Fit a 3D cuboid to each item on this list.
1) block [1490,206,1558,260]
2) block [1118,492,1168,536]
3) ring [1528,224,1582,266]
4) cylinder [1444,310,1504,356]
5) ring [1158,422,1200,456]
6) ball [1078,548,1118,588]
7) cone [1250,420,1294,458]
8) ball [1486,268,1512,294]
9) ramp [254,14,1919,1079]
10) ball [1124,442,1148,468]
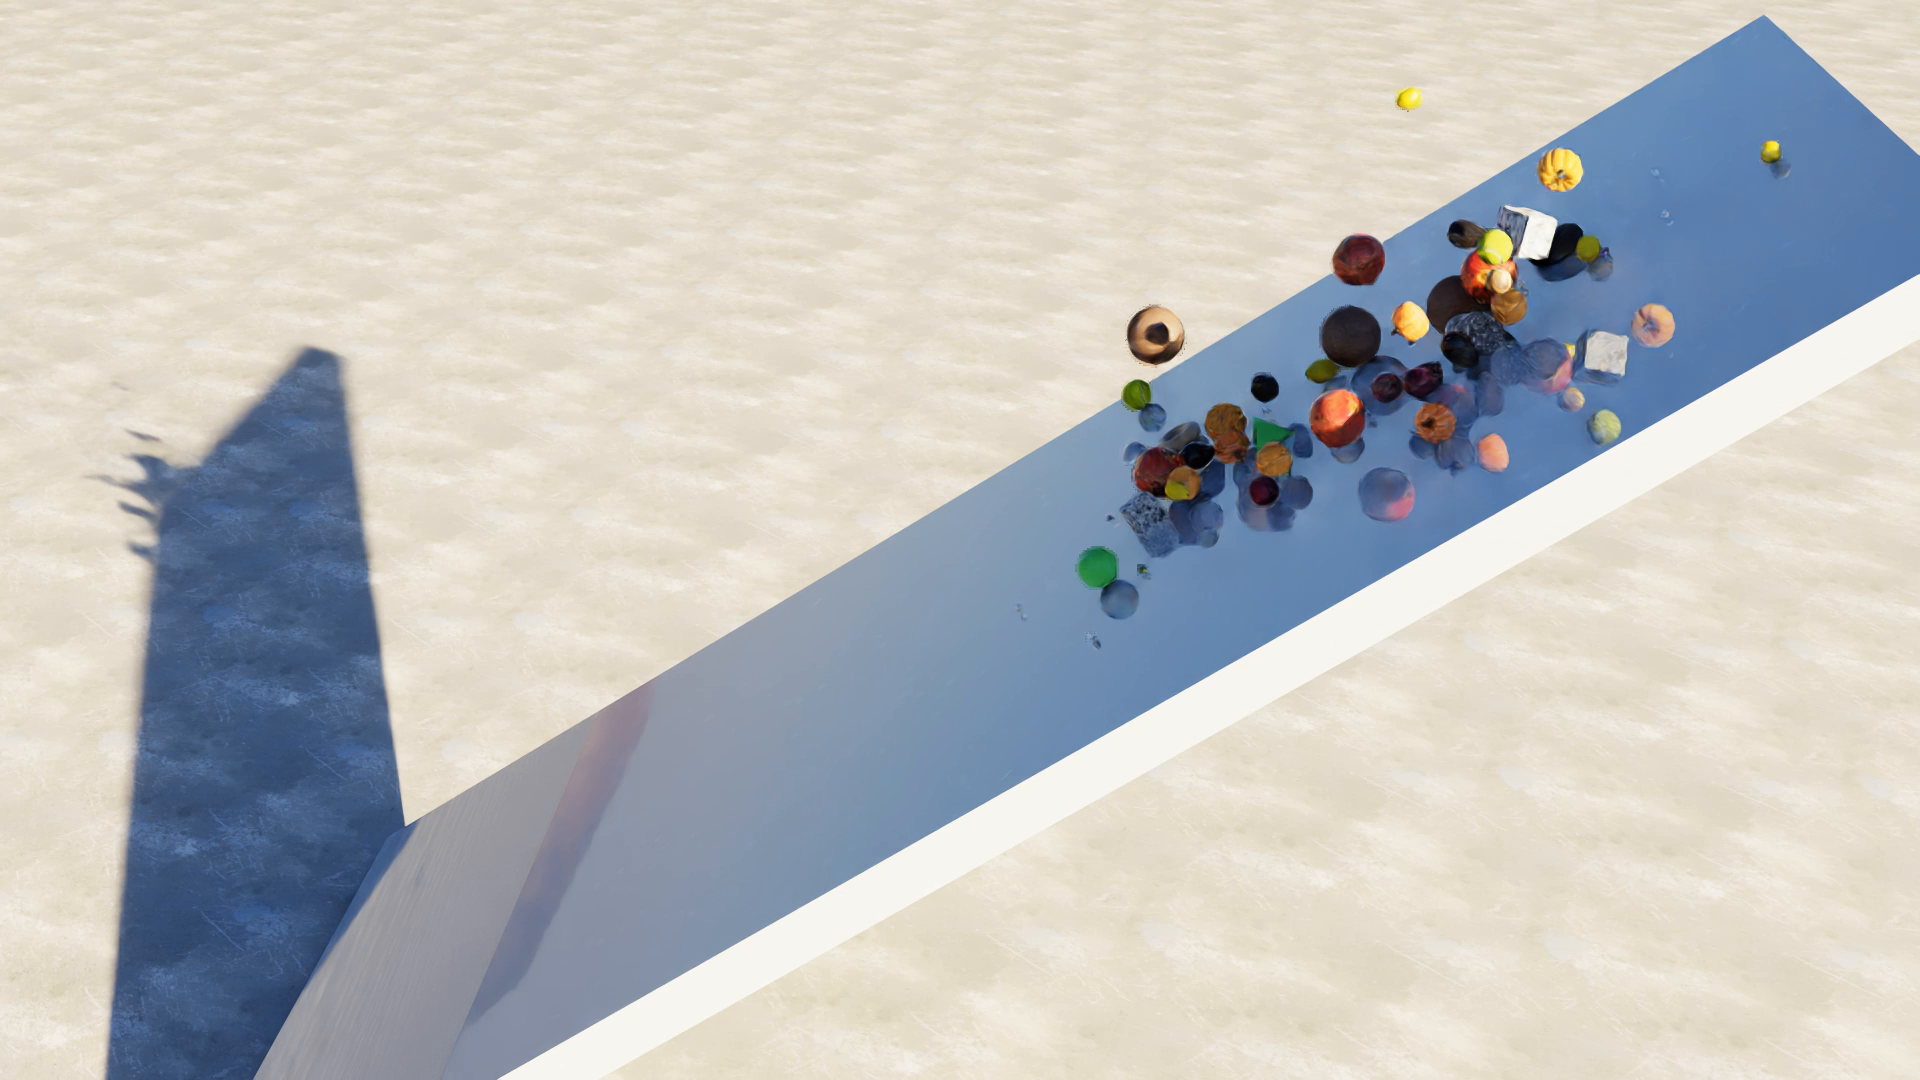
[{"bbox_3d":[1.120,-0.611,5.843,0.083,0.083,0.083,0,21,-36],"label":"block"},{"bbox_3d":[0.385,-0.055,6.156,0.064,0.064,0.064,-37,15,-11],"label":"block"},{"bbox_3d":[1.238,-0.614,6.120,0.125,0.042,0.125,-34,11,8],"label":"ring"},{"bbox_3d":[1.025,-0.413,5.865,0.084,0.084,0.084,-10,4,-26],"label":"cylinder"},{"bbox_3d":[0.486,-0.224,6.521,0.107,0.036,0.107,-33,15,10],"label":"ring"},{"bbox_3d":[0.281,0.057,5.994,0.082,0.082,0.082,0,20,0],"label":"ball"},{"bbox_3d":[0.657,-0.221,6.140,0.085,0.085,0.085,-13,21,0],"label":"cone"},{"bbox_3d":[1.045,-0.502,5.708,0.051,0.051,0.051,0,20,0],"label":"ball"},{"bbox_3d":[0.140,0.170,6.295,4.000,0.100,2.000,-31,15,14],"label":"ramp"},{"bbox_3d":[0.393,-0.191,6.574,0.056,0.056,0.056,0,20,0],"label":"ball"}]
